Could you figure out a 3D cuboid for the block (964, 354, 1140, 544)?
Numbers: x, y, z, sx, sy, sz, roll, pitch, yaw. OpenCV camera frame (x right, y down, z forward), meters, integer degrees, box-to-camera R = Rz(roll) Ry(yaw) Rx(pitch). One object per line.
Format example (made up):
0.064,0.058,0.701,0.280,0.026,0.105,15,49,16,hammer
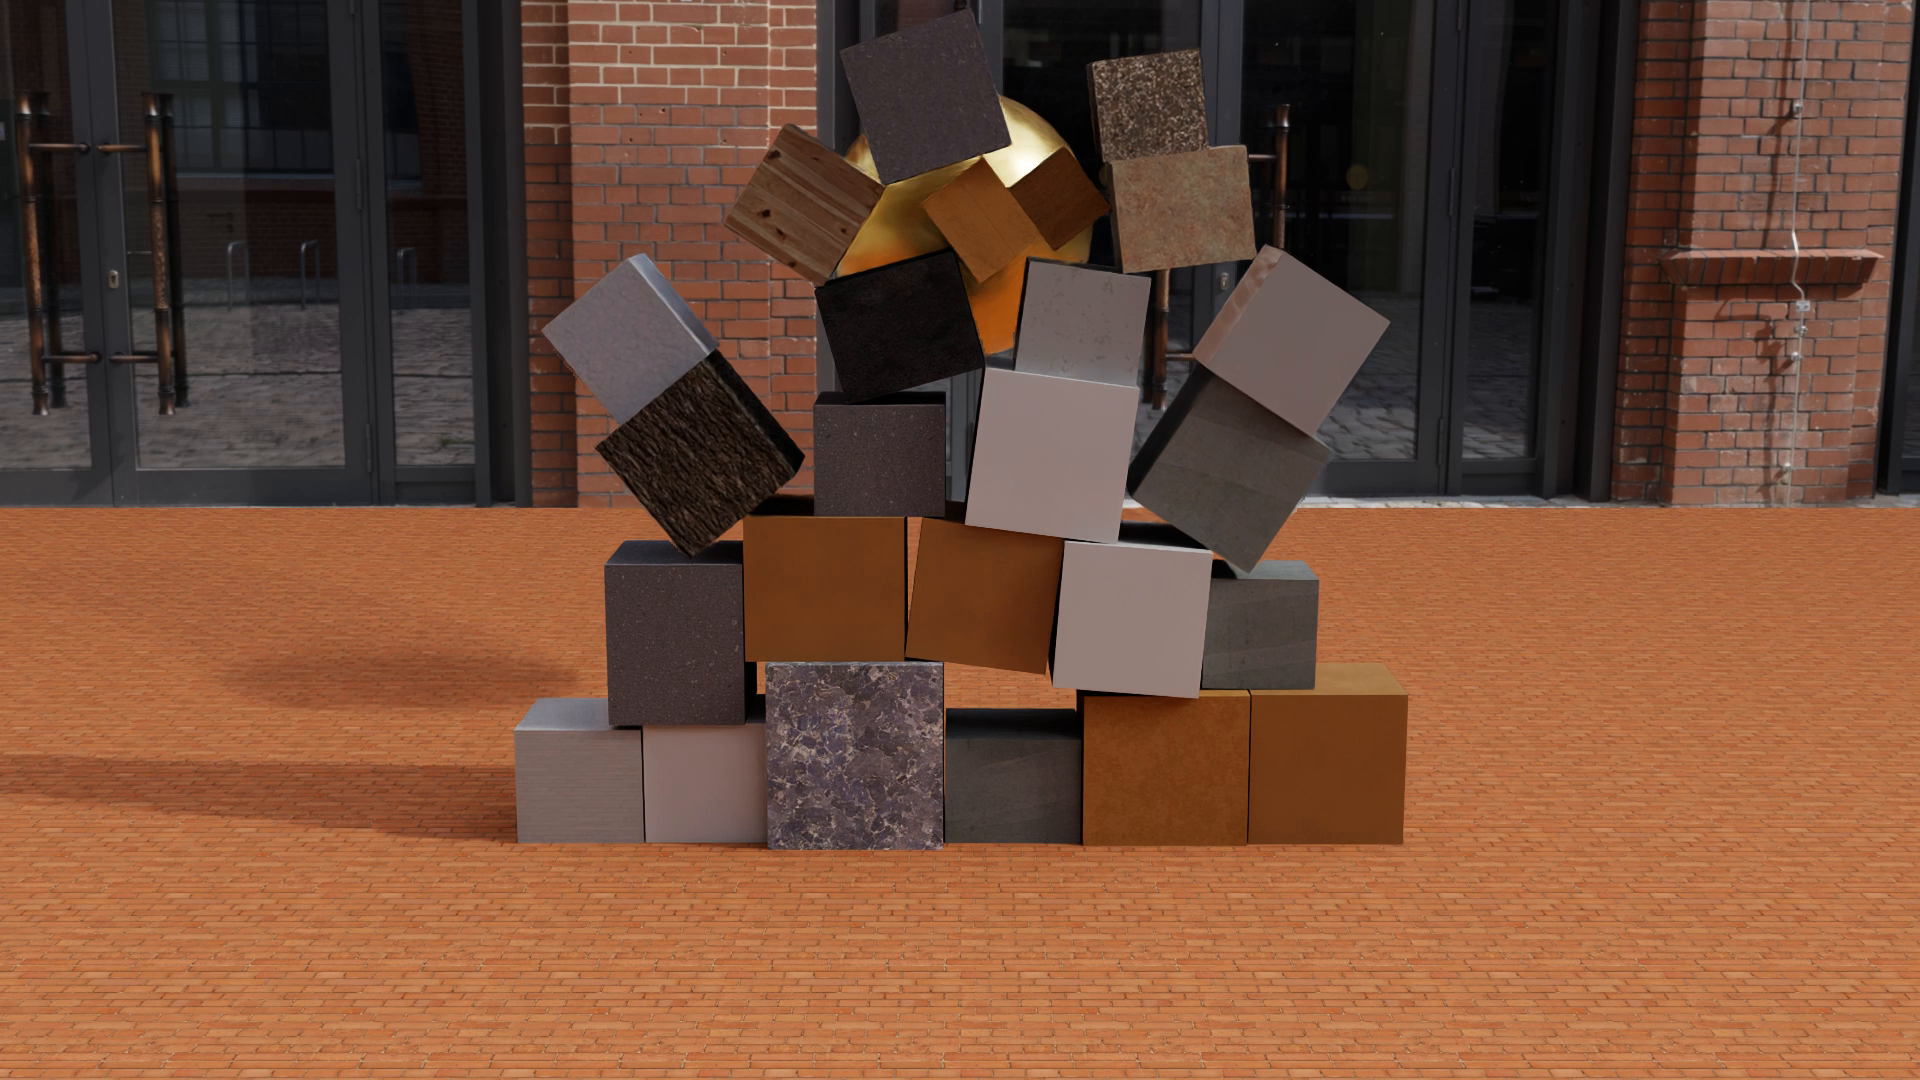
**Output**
0.448,-0.467,11.078,0.755,0.774,0.714,7,10,-1,block

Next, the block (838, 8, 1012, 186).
-0.156,-2.158,10.768,0.657,0.665,0.620,-17,9,4,block

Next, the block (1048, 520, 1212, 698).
0.849,0.327,11.226,0.728,0.734,0.804,4,10,-1,block

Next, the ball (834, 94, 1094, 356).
0.000,-1.889,13.169,1.600,1.600,1.600,0,10,0,ball

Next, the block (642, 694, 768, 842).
-1.281,1.172,11.376,0.619,0.623,0.604,0,10,0,block

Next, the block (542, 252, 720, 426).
-1.637,-1.011,10.999,0.558,0.607,0.556,-38,8,7,block

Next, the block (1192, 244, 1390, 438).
1.637,-1.007,10.989,0.623,0.672,0.702,33,9,-6,block

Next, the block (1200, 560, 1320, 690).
1.507,0.427,11.273,0.566,0.564,0.512,1,10,0,block

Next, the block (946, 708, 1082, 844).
0.267,1.213,11.388,0.684,0.539,0.629,0,10,0,block

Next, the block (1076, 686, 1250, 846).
1.032,1.094,11.381,0.826,0.776,0.749,0,10,0,block

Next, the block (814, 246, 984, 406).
-0.293,-1.079,10.984,0.700,0.580,0.612,-15,10,3,block

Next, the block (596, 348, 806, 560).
-1.292,-0.443,11.084,0.677,0.719,0.678,-38,8,6,block

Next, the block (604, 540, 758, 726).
-1.416,0.463,11.258,0.680,0.815,0.688,0,10,0,block

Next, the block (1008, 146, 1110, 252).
0.487,-1.692,10.893,0.346,0.373,0.404,-37,8,6,block

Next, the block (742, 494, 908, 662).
-0.671,0.183,11.229,0.793,0.724,0.737,0,10,0,block

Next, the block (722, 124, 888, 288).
-0.755,-1.656,10.863,0.564,0.575,0.511,32,9,-6,block

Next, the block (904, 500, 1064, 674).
0.121,0.224,11.203,0.705,0.702,0.677,7,10,-1,block

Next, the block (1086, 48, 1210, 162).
0.912,-2.123,10.770,0.514,0.478,0.493,-7,10,1,block

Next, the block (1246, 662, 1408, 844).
1.846,1.094,11.376,0.781,0.778,0.687,0,10,0,block

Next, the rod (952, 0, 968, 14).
0.000,-4.747,11.328,0.080,5.200,0.080,0,33,0,rod

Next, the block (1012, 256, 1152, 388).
0.599,-1.103,11.001,0.595,0.533,0.657,7,10,-1,block

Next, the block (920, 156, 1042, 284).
0.105,-1.588,10.875,0.381,0.477,0.407,-37,9,6,block

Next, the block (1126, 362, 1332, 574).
1.335,-0.379,11.121,0.702,0.734,0.664,33,9,-6,block

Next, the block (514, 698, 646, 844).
-1.919,1.186,11.391,0.636,0.591,0.647,0,10,0,block

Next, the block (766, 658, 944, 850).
-0.524,1.007,11.373,0.877,0.949,0.889,0,10,0,block

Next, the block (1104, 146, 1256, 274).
1.082,-1.643,10.891,0.649,0.542,0.561,-7,10,1,block

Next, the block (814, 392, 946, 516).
-0.395,-0.442,11.103,0.644,0.551,0.632,0,10,0,block
